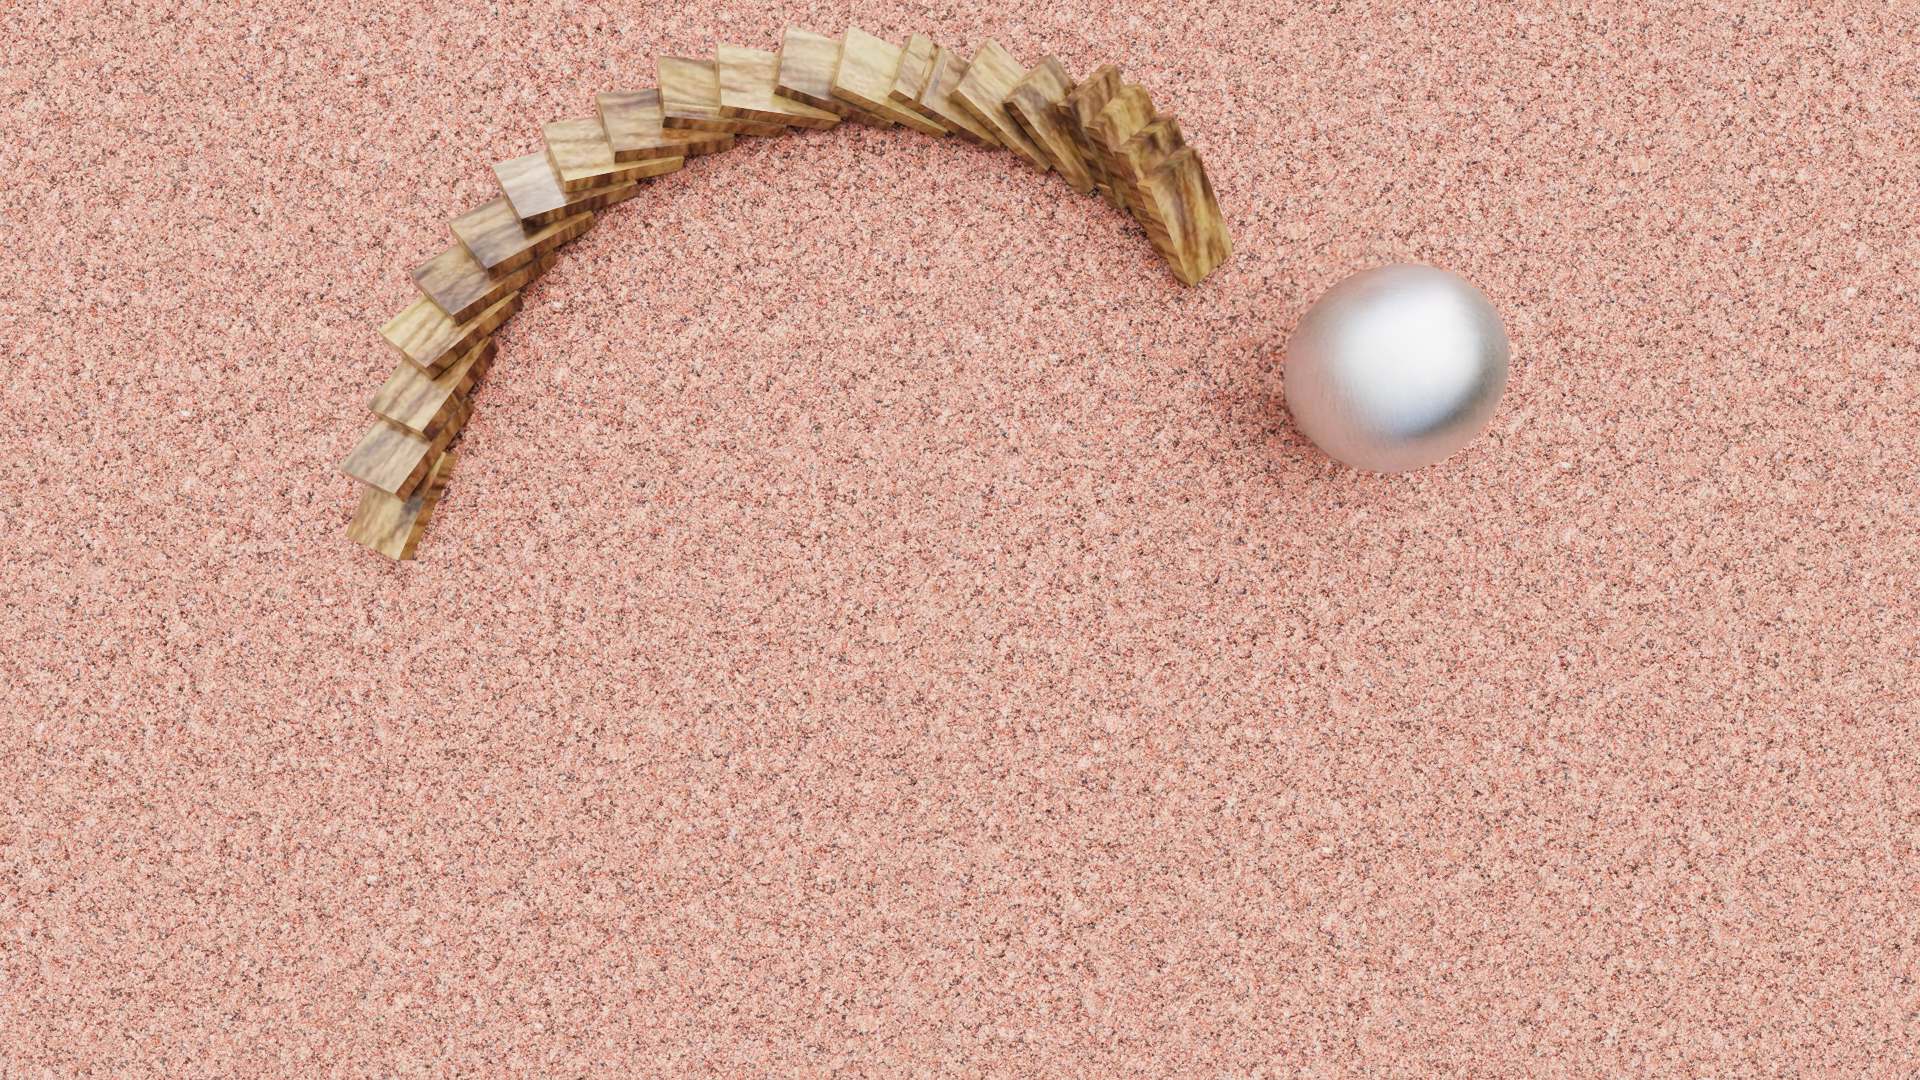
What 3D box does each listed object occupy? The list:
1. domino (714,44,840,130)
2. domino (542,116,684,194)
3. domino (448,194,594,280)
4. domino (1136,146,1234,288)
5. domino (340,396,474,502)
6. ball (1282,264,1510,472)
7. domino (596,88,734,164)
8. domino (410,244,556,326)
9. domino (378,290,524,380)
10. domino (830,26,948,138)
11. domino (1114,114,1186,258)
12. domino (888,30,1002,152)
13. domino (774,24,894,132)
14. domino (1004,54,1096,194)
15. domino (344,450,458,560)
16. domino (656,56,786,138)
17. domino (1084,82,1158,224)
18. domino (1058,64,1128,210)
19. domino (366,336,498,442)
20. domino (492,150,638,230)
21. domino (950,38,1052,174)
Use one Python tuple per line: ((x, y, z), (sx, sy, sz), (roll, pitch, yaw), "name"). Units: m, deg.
((-0.076, -0.190, 0.385), (0.050, 0.009, 0.025), (-3, 90, -24), "domino")
((-0.145, -0.165, 0.385), (0.050, 0.009, 0.025), (-23, 90, -24), "domino")
((-0.184, -0.133, 0.385), (0.050, 0.009, 0.025), (-40, 90, -24), "domino")
((0.094, -0.133, 0.380), (0.025, 0.010, 0.050), (-40, 128, -3), "domino")
((-0.232, -0.043, 0.386), (0.025, 0.010, 0.050), (25, 68, 0), "domino")
((0.169, -0.067, 0.360), (0.080, 0.080, 0.080), (0, 90, 0), "ball")
((-0.124, -0.176, 0.385), (0.050, 0.009, 0.025), (-18, 90, -24), "domino")
((-0.200, -0.114, 0.385), (0.025, 0.009, 0.050), (45, 66, 0), "domino")
((-0.213, -0.094, 0.385), (0.025, 0.010, 0.050), (38, 65, 0), "domino")
((-0.027, -0.192, 0.385), (0.050, 0.010, 0.025), (12, 90, -24), "domino")
((0.085, -0.146, 0.380), (0.025, 0.010, 0.050), (-39, 128, -4), "domino")
((-0.003, -0.188, 0.385), (0.050, 0.010, 0.025), (19, 90, -24), "domino")
((-0.051, -0.194, 0.385), (0.050, 0.009, 0.025), (8, 90, -24), "domino")
((0.044, -0.173, 0.384), (0.050, 0.010, 0.025), (39, 90, -29), "domino")
((-0.241, -0.019, 0.395), (0.025, 0.010, 0.050), (24, 90, 0), "domino")
((-0.100, -0.186, 0.385), (0.050, 0.010, 0.025), (-6, 90, -24), "domino")
((0.075, -0.159, 0.379), (0.025, 0.009, 0.050), (-45, 129, 0), "domino")
((0.063, -0.166, 0.380), (0.025, 0.009, 0.050), (-42, 129, -2), "domino")
((-0.221, -0.069, 0.386), (0.025, 0.009, 0.050), (24, 68, 0), "domino")
((-0.165, -0.151, 0.385), (0.050, 0.010, 0.025), (-29, 90, -24), "domino")
((0.023, -0.182, 0.386), (0.050, 0.010, 0.025), (33, 90, -24), "domino")
